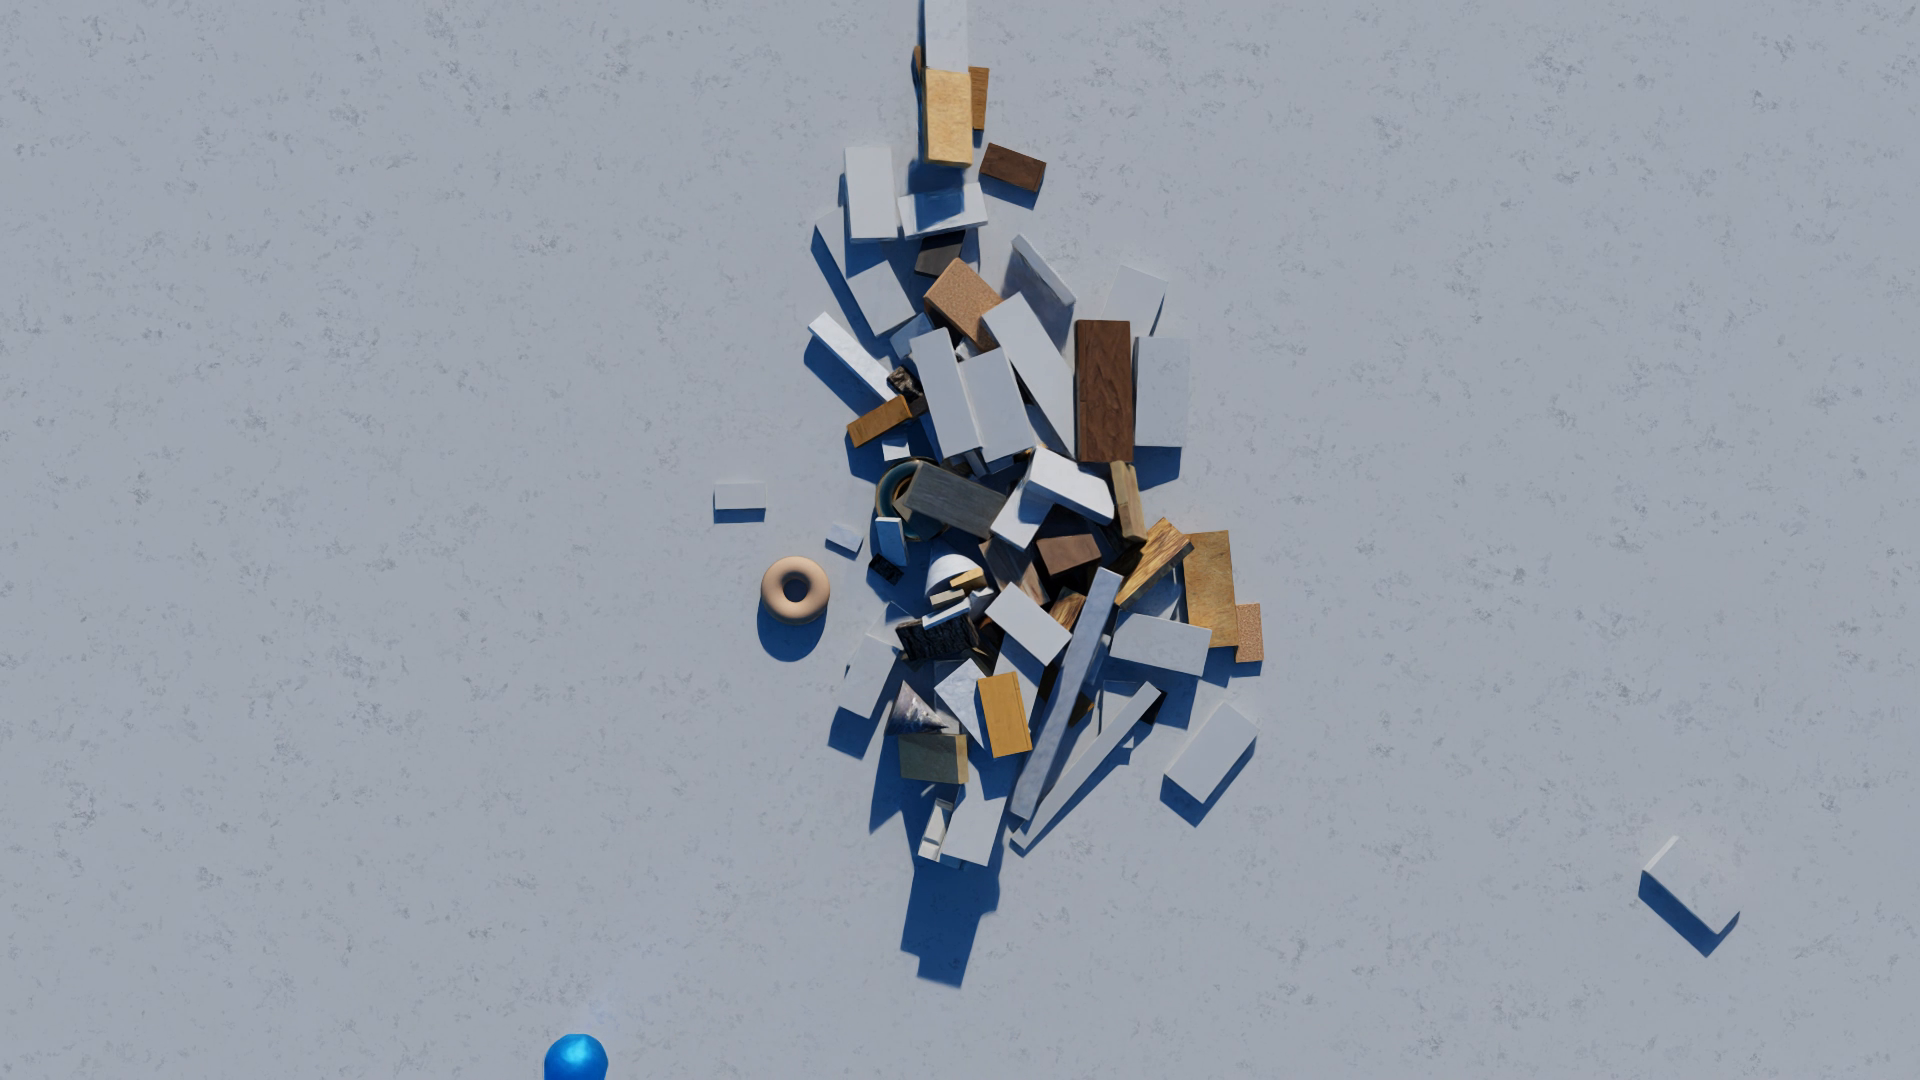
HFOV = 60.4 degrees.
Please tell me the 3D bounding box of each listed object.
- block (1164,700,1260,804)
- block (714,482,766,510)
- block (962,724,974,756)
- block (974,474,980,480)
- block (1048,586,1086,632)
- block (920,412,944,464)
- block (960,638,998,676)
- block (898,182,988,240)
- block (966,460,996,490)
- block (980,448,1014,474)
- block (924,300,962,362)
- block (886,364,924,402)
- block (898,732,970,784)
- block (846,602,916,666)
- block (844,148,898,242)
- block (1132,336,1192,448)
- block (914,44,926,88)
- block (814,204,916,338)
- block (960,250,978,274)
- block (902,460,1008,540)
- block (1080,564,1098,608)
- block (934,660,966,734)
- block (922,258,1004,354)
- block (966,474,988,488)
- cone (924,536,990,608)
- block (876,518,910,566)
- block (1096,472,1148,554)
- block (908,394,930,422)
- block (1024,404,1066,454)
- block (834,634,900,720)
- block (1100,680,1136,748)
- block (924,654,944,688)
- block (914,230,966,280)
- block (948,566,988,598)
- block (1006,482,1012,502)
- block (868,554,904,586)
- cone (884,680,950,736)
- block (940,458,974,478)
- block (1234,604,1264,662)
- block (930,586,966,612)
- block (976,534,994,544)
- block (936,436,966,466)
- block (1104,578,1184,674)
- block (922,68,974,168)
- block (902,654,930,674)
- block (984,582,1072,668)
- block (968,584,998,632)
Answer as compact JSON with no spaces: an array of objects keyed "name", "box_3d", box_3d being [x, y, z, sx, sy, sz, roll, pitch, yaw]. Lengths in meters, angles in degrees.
[{"name":"block","box_3d":[0.838,0.703,5.478,0.155,0.044,0.310,38,90,0]},{"name":"block","box_3d":[-0.730,-0.146,5.488,0.167,0.024,0.084,-2,90,0]},{"name":"block","box_3d":[0.078,0.624,5.446,0.142,0.040,0.284,-3,91,-30]},{"name":"block","box_3d":[0.038,-0.155,5.426,0.208,0.028,0.099,47,66,-14]},{"name":"block","box_3d":[0.334,0.241,5.350,0.084,0.024,0.167,27,90,0]},{"name":"block","box_3d":[-0.058,-0.339,5.420,0.090,0.026,0.180,-24,86,2]},{"name":"block","box_3d":[0.127,0.448,5.426,0.283,0.142,0.040,46,108,0]},{"name":"block","box_3d":[-0.057,-1.082,5.433,0.276,0.039,0.138,-11,77,-2]},{"name":"block","box_3d":[0.034,-0.216,5.462,0.090,0.026,0.180,-37,104,3]},{"name":"block","box_3d":[0.105,-0.304,5.379,0.081,0.023,0.163,-25,84,0]},{"name":"block","box_3d":[-0.044,-0.674,5.448,0.129,0.037,0.258,-5,95,0]},{"name":"block","box_3d":[-0.166,-0.506,5.473,0.148,0.021,0.074,46,63,0]},{"name":"block","box_3d":[-0.089,0.705,5.369,0.043,0.304,0.152,-4,90,-39]},{"name":"block","box_3d":[-0.251,0.343,5.482,0.126,0.036,0.253,36,90,0]},{"name":"block","box_3d":[-0.296,-1.142,5.447,0.153,0.043,0.306,-3,84,-13]},{"name":"block","box_3d":[0.663,-0.488,5.447,0.178,0.050,0.356,1,94,-11]},{"name":"block","box_3d":[-0.086,-1.546,5.486,0.102,0.029,0.203,-11,90,0]},{"name":"block","box_3d":[-0.314,-0.901,5.478,0.153,0.043,0.431,-28,90,0]},{"name":"block","box_3d":[-0.005,-0.832,5.482,0.129,0.037,0.258,-1,90,0]},{"name":"block","box_3d":[-0.016,-0.128,5.338,0.309,0.044,0.154,22,98,-17]},{"name":"block","box_3d":[0.428,0.180,5.429,0.039,0.139,0.277,-2,90,-5]},{"name":"block","box_3d":[-0.012,0.541,5.467,0.142,0.040,0.284,-1,90,-11]},{"name":"block","box_3d":[0.059,-0.747,5.413,0.338,0.048,0.169,41,80,-17]},{"name":"block","box_3d":[0.069,-0.147,5.402,0.140,0.020,0.070,38,75,-23]},{"name":"cone","box_3d":[-0.048,0.065,5.448,0.233,0.233,0.233,-22,63,0]},{"name":"block","box_3d":[-0.222,0.006,5.434,0.084,0.024,0.168,3,121,25]},{"name":"block","box_3d":[0.503,-0.088,5.456,0.124,0.035,0.247,-32,82,-1]},{"name":"block","box_3d":[-0.111,-0.453,5.420,0.149,0.016,0.057,-33,55,7]},{"name":"block","box_3d":[0.284,-0.364,5.437,0.276,0.039,0.138,9,85,-12]},{"name":"block","box_3d":[-0.306,0.449,5.446,0.126,0.036,0.252,24,90,0]},{"name":"block","box_3d":[0.526,0.578,5.485,0.108,0.031,0.216,3,90,0]},{"name":"block","box_3d":[-0.088,0.423,5.490,0.070,0.020,0.140,-3,90,0]},{"name":"block","box_3d":[-0.055,-0.988,5.451,0.129,0.037,0.258,14,78,3]},{"name":"block","box_3d":[0.038,0.164,5.396,0.109,0.219,0.031,-22,63,0]},{"name":"block","box_3d":[0.202,-0.094,5.472,0.095,0.027,0.190,4,84,-7]},{"name":"block","box_3d":[-0.246,0.097,5.477,0.113,0.016,0.056,38,127,0]},{"name":"cone","box_3d":[-0.126,0.583,5.408,0.197,0.197,0.197,20,90,-3]},{"name":"block","box_3d":[-0.009,-0.233,5.389,0.113,0.016,0.057,25,72,-22]},{"name":"block","box_3d":[0.955,0.308,5.487,0.095,0.027,0.190,-5,90,0]},{"name":"block","box_3d":[-0.025,0.228,5.396,0.109,0.219,0.031,-18,62,0]},{"name":"block","box_3d":[0.107,-0.017,5.487,0.095,0.027,0.190,-30,90,0]},{"name":"block","box_3d":[-0.027,-0.298,5.377,0.057,0.016,0.113,-26,83,-39]},{"name":"block","box_3d":[0.607,0.268,5.478,0.155,0.044,0.311,23,90,0]},{"name":"block","box_3d":[-0.041,-1.369,5.359,0.153,0.043,0.306,1,81,-21]},{"name":"block","box_3d":[-0.125,0.367,5.470,0.070,0.020,0.140,45,102,11]},{"name":"block","box_3d":[0.219,0.271,5.304,0.264,0.037,0.132,41,81,4]},{"name":"block","box_3d":[0.039,0.249,5.398,0.031,0.109,0.219,43,123,26]}]
